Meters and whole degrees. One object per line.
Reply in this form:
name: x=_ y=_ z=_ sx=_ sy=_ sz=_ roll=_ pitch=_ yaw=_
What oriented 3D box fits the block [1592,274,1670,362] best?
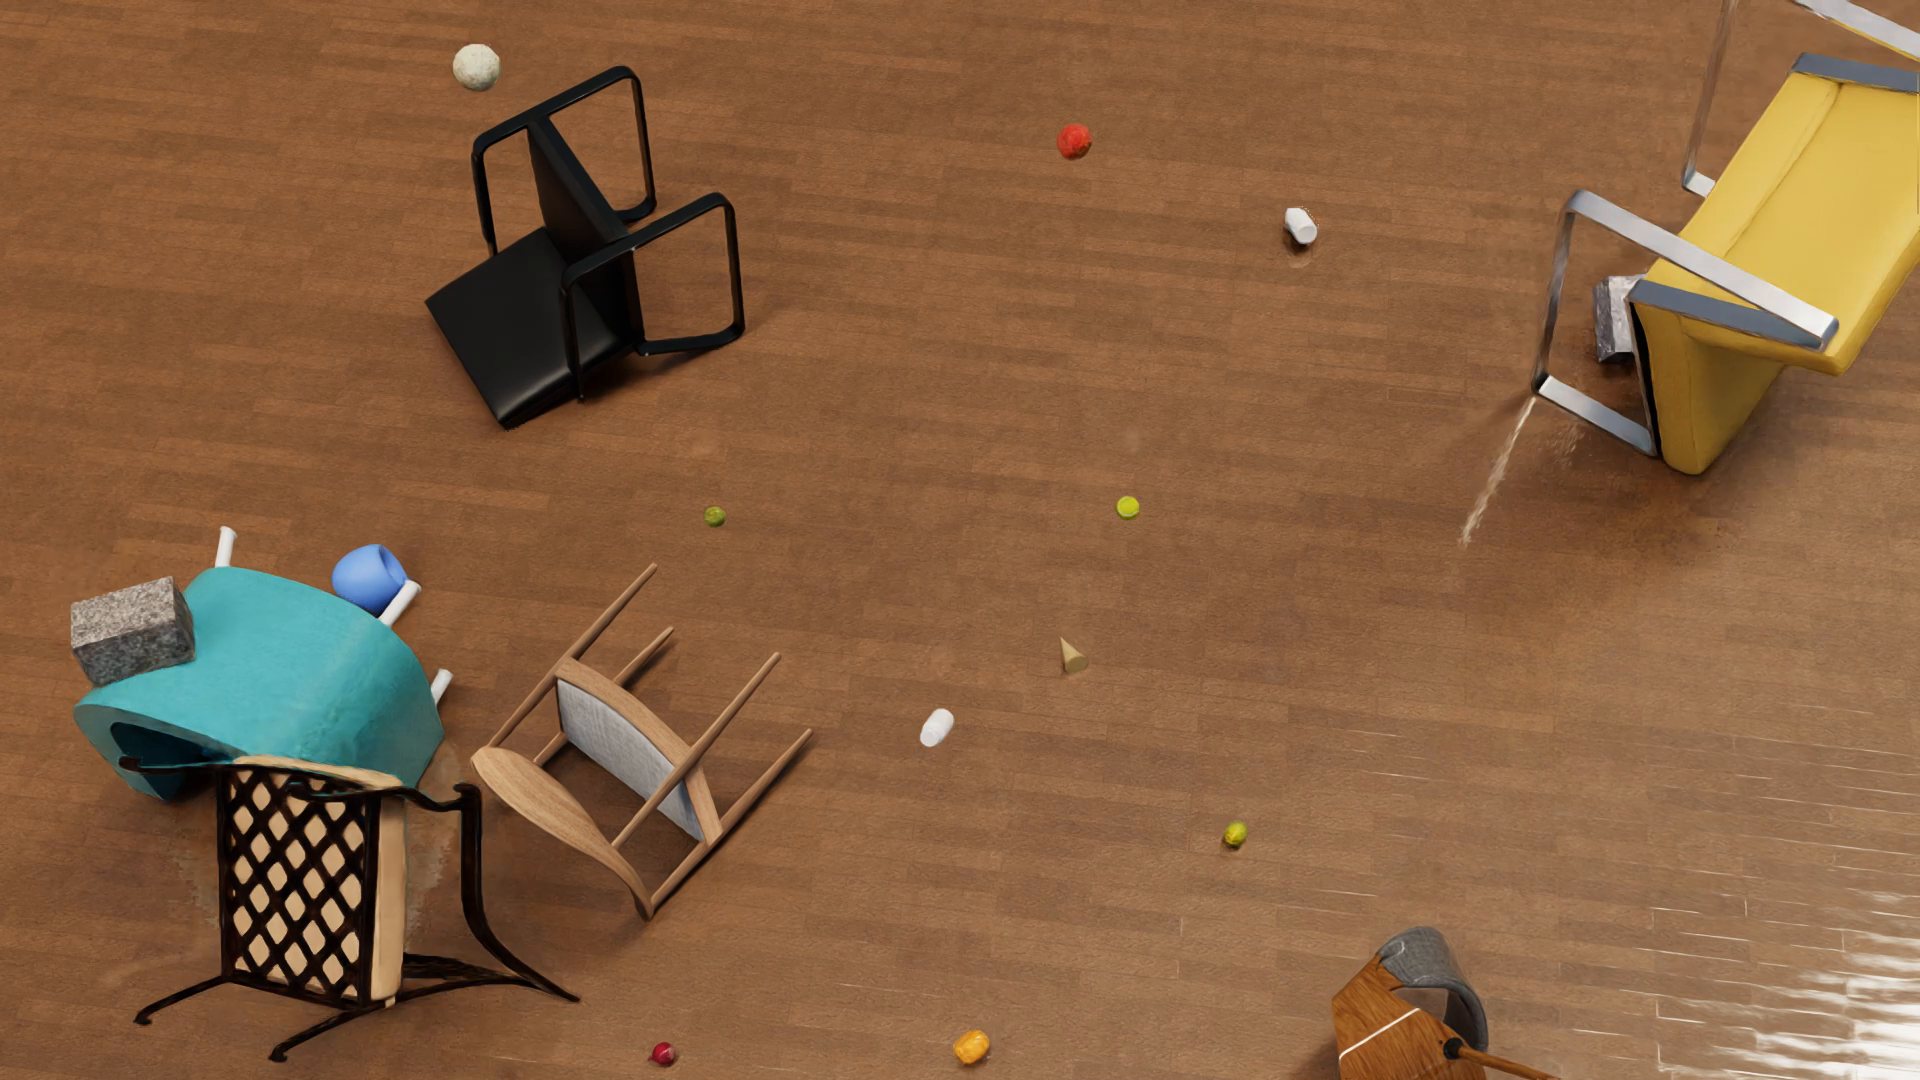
block: x=2.100 y=-0.694 z=6.887 sx=0.173 sy=0.161 sz=0.239 roll=-3 pitch=84 yaw=-2

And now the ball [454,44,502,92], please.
ball: x=-1.554 y=-1.521 z=7.082 sx=0.153 sy=0.153 sz=0.153 roll=0 pitch=56 yaw=0

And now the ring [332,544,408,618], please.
ring: x=-1.706 y=0.119 z=6.362 sx=0.161 sy=0.221 sz=0.198 roll=-31 pitch=77 yaw=4

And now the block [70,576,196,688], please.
block: x=-2.077 y=0.230 z=5.522 sx=0.255 sy=0.146 sz=0.162 roll=-16 pitch=45 yaw=-8
